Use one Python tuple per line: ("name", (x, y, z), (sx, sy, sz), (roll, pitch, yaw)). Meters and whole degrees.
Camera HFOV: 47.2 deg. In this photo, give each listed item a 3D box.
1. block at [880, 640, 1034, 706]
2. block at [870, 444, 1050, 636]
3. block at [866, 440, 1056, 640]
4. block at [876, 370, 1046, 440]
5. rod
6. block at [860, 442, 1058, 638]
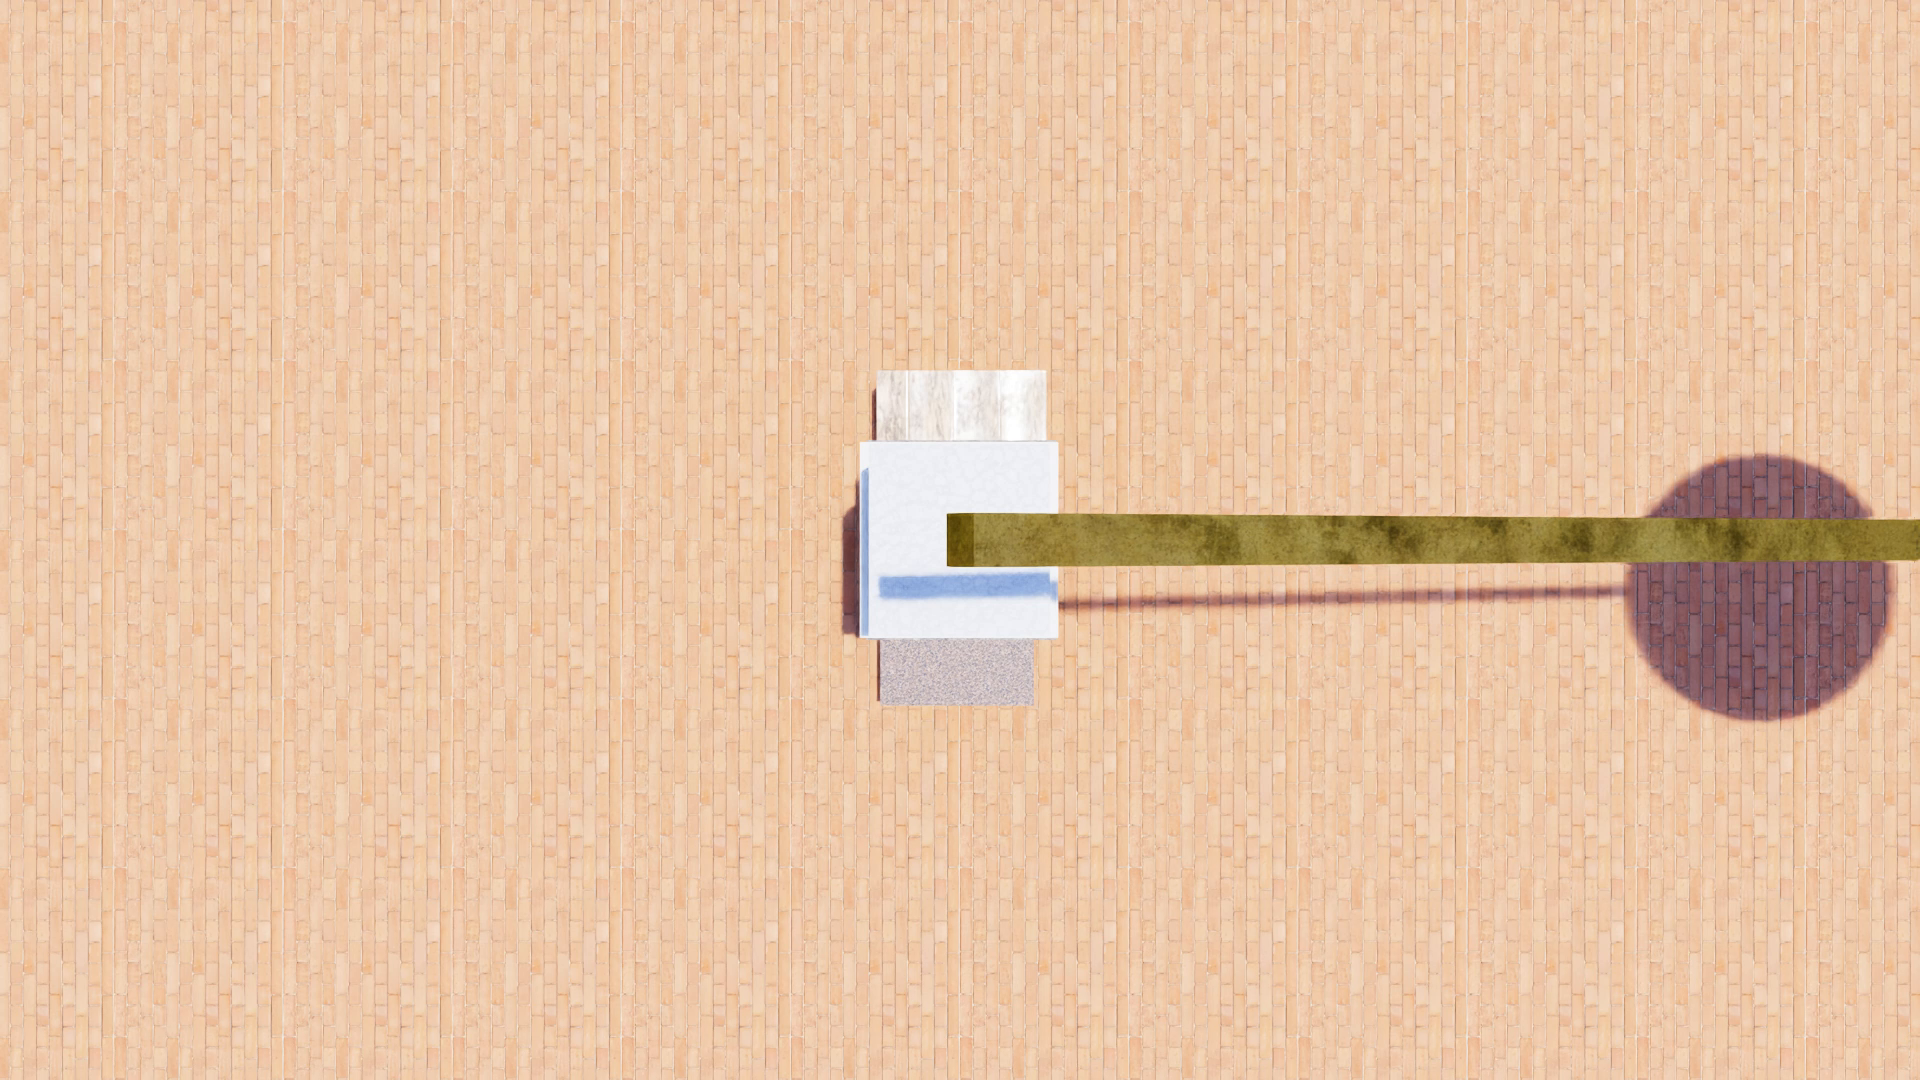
("block", (-0.016, 0.513, 12.627), (0.854, 0.745, 0.819), (0, 90, 0))
("block", (-0.001, 0.000, 7.030), (0.555, 0.581, 0.591), (0, 90, 0))
("block", (0.008, 0.000, 10.587), (0.882, 0.771, 0.927), (0, 90, 0))
("block", (0.010, -0.414, 12.485), (0.926, 1.030, 1.016), (0, 90, 0))
("rod", (2.234, 0.000, 4.574), (5.200, 0.080, 0.080), (0, 90, -31))
("block", (-0.003, 0.000, 8.270), (0.714, 0.706, 0.704), (0, 90, 0))
